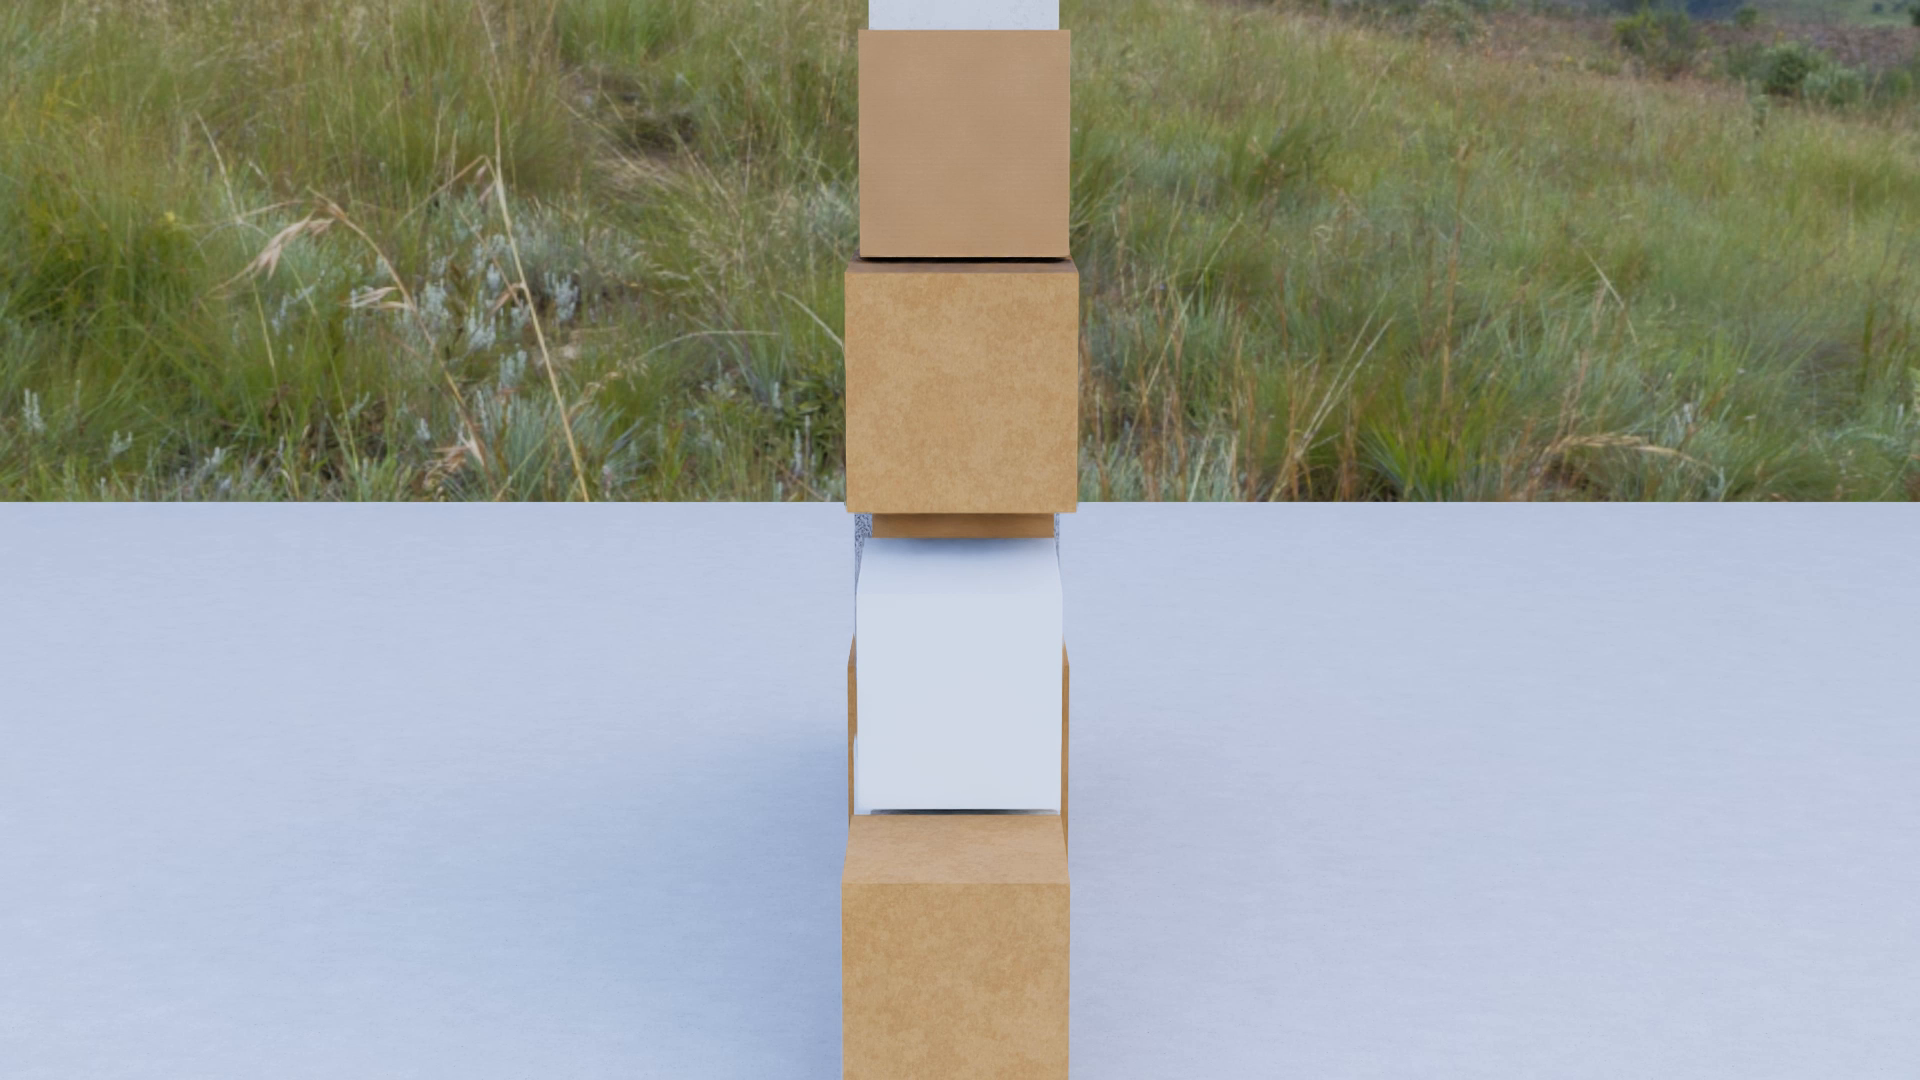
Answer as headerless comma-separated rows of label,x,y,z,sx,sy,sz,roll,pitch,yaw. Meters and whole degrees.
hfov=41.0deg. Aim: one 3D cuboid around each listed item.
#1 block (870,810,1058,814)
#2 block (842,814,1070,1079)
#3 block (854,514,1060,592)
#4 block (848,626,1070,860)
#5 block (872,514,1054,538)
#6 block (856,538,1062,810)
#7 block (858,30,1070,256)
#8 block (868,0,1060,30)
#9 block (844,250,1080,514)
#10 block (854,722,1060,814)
block,0.016,1.368,10.059,0.717,0.710,0.747,0,10,0
block,-0.015,1.481,9.270,0.785,0.769,0.828,0,10,0
block,-0.013,0.012,11.591,0.886,0.892,0.972,0,10,0
block,-0.007,0.933,11.727,0.965,0.969,1.007,0,10,0
block,0.013,0.183,10.724,0.730,0.883,0.755,0,12,0
block,-0.002,0.500,9.937,0.760,0.835,0.845,0,15,0
block,0.017,-1.614,10.444,0.824,0.877,0.841,0,9,0
block,0.016,-2.420,10.723,0.774,0.628,0.654,0,9,0
block,0.007,-0.654,10.299,0.891,0.929,0.942,0,12,0
block,-0.011,1.162,10.829,0.837,0.839,0.822,0,10,0
